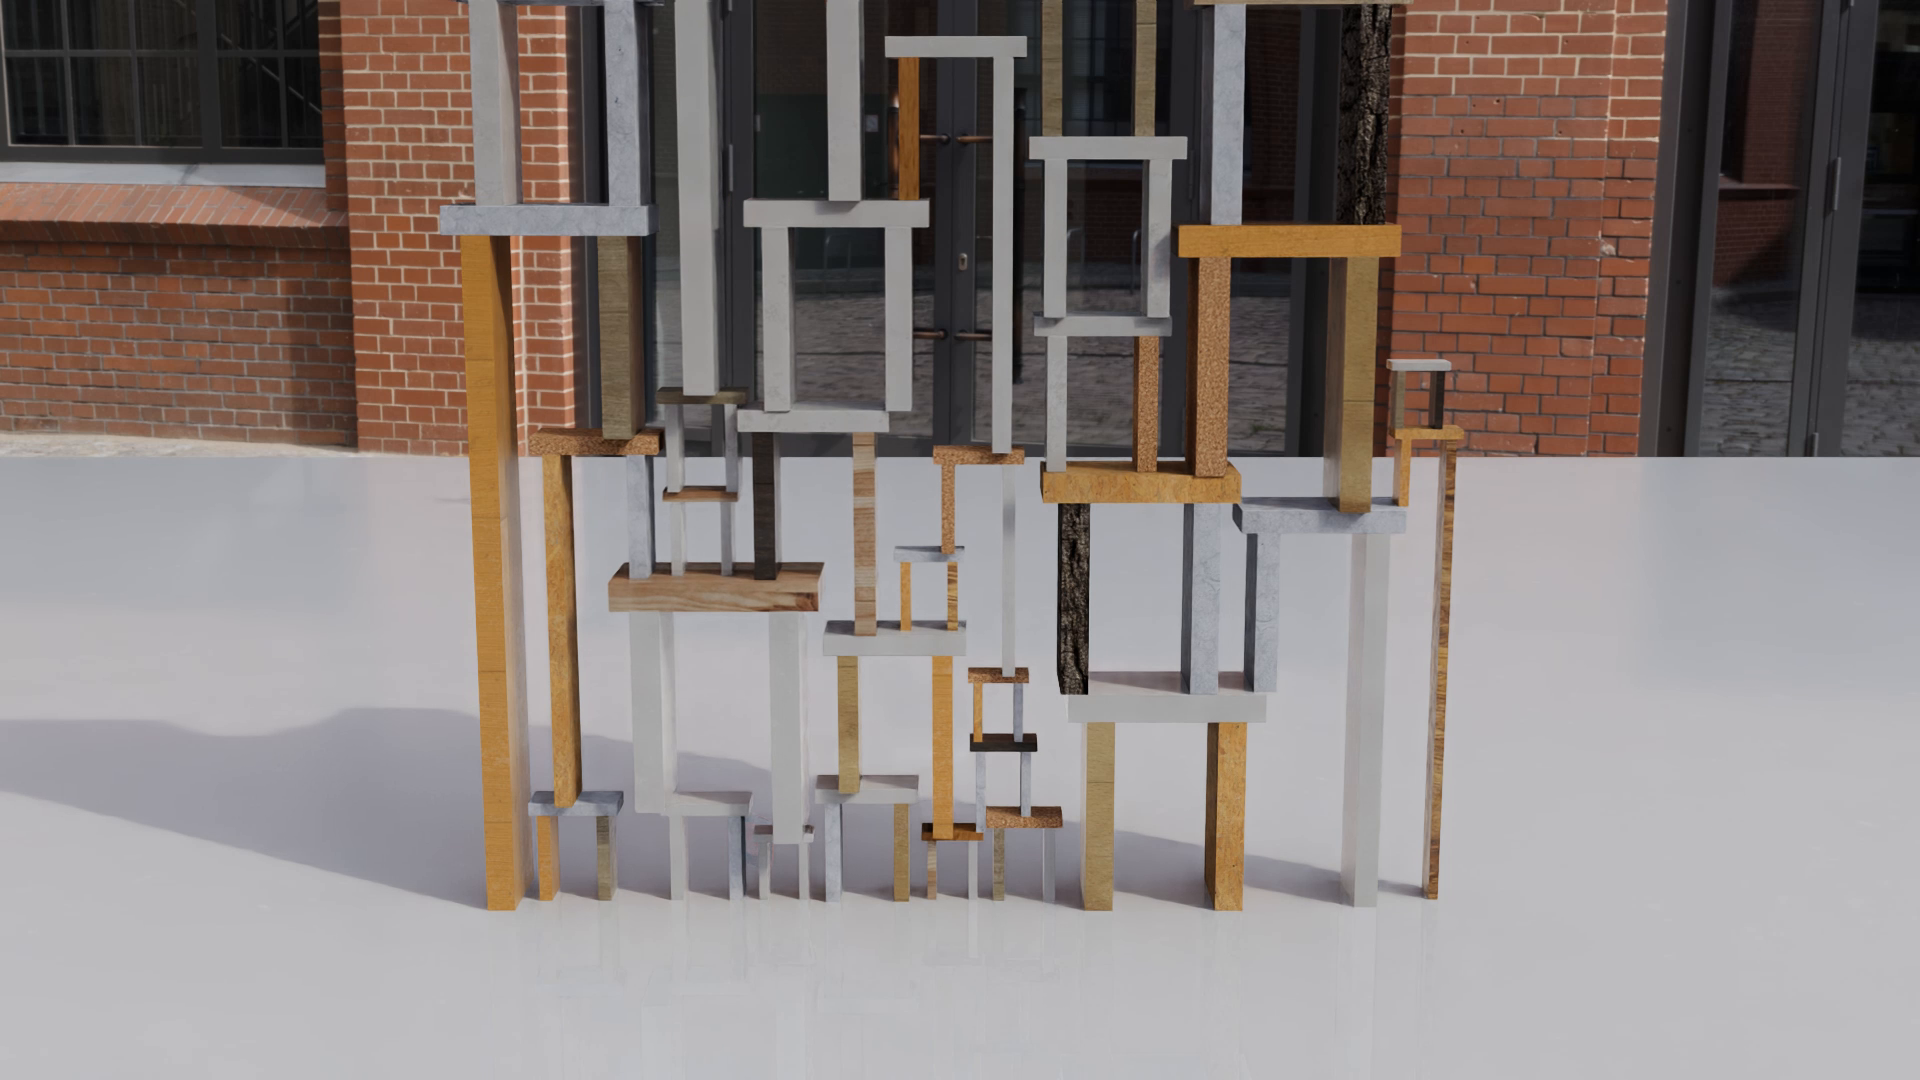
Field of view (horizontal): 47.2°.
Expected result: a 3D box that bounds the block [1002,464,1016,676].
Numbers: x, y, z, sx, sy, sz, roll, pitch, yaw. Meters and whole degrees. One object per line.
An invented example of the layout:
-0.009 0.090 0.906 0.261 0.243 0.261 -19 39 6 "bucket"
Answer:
0.078 0.044 3.563 0.021 0.347 0.072 0 11 0 "block"

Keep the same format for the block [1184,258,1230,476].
0.394 -0.284 3.506 0.048 0.342 0.171 0 11 0 "block"

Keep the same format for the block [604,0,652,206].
-0.518 -0.680 3.435 0.044 0.309 0.154 0 11 0 "block"

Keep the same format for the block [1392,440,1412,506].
0.711 -0.112 3.537 0.015 0.109 0.054 1 11 0 "block"

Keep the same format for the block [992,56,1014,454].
0.066 -0.448 3.474 0.031 0.612 0.108 0 11 0 "block"

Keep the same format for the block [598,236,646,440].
-0.537 -0.328 3.497 0.045 0.317 0.158 0 10 0 "block"

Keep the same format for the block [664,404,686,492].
-0.457 -0.152 3.533 0.020 0.141 0.071 0 11 0 "block"

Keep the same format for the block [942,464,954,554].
-0.019 -0.055 3.544 0.021 0.145 0.072 0 11 0 "block"

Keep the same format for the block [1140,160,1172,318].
0.309 -0.478 3.472 0.034 0.243 0.122 0 11 -1 "block"

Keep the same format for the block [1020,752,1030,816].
0.108 0.395 3.631 0.016 0.111 0.055 0 11 0 "block"

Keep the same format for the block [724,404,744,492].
-0.363 -0.152 3.532 0.020 0.141 0.071 0 11 0 "block"

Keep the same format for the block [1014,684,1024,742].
0.096 0.277 3.610 0.014 0.099 0.049 0 11 0 "block"

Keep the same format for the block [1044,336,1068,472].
0.153 -0.223 3.523 0.031 0.216 0.108 0 11 0 "block"

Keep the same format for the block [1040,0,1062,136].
0.141 -0.736 3.418 0.030 0.214 0.107 0 11 1 "block"

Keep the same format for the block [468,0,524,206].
-0.724 -0.680 3.434 0.044 0.309 0.154 0 11 0 "block"

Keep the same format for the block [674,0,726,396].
-0.407 -0.558 3.457 0.049 0.644 0.172 0 11 0 "block"

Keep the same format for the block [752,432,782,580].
-0.311 -0.064 3.544 0.034 0.239 0.119 0 11 0 "block"

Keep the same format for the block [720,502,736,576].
-0.375 -0.007 3.561 0.017 0.121 0.060 0 11 0 "block"

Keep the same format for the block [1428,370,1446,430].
0.762 -0.226 3.513 0.013 0.094 0.047 0 11 0 "block"

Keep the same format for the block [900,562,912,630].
-0.088 0.086 3.578 0.016 0.113 0.057 0 11 0 "block"

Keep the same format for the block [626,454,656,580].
-0.514 -0.045 3.549 0.028 0.201 0.100 0 11 0 "block"

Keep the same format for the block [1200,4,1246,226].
0.409 -0.663 3.438 0.047 0.331 0.166 0 11 0 "block"

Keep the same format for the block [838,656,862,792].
-0.181 0.288 3.610 0.033 0.229 0.115 0 11 0 "block"

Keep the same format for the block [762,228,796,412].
-0.287 -0.356 3.496 0.041 0.286 0.143 0 11 0 "block"

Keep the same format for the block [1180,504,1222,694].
0.391 0.081 3.572 0.044 0.311 0.156 0 11 0 "block"

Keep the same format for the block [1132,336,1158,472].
0.297 -0.223 3.523 0.031 0.216 0.108 0 11 0 "block"

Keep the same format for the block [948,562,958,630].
-0.012 0.086 3.578 0.016 0.113 0.057 0 11 0 "block"

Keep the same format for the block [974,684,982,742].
0.030 0.277 3.610 0.014 0.099 0.050 0 11 0 "block"

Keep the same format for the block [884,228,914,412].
-0.096 -0.356 3.495 0.041 0.286 0.143 0 11 0 "block"

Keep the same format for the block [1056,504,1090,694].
0.184 0.081 3.572 0.044 0.311 0.156 0 11 0 "block"

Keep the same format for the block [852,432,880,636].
-0.151 -0.019 3.552 0.034 0.330 0.119 0 11 0 "block"

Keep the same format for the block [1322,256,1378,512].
0.622 -0.256 3.511 0.048 0.401 0.171 0 11 0 "block"

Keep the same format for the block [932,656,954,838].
-0.028 0.326 3.616 0.033 0.307 0.115 0 11 0 "block"

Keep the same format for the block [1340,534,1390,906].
0.665 0.284 3.613 0.037 0.623 0.130 0 11 0 "block"

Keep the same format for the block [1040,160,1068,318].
0.147 -0.478 3.471 0.034 0.243 0.121 0 11 -1 "block"

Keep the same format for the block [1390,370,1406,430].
0.699 -0.227 3.513 0.013 0.094 0.047 0 11 0 "block"

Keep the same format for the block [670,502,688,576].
-0.456 -0.007 3.562 0.017 0.121 0.060 0 11 0 "block"

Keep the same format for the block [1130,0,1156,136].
0.285 -0.736 3.418 0.030 0.214 0.107 0 11 1 "block"

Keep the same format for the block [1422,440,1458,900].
0.783 0.212 3.598 0.015 0.769 0.054 0 11 0 "block"

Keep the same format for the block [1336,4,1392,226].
0.630 -0.663 3.438 0.047 0.331 0.166 0 11 0 "block"

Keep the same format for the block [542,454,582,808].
-0.647 0.141 3.583 0.028 0.581 0.100 0 11 0 "block"

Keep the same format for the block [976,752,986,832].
0.034 0.409 3.634 0.016 0.137 0.055 0 11 0 "block"

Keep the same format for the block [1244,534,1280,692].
0.491 0.105 3.580 0.037 0.260 0.130 0 10 0 "block"

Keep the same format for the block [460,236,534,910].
-0.748 0.053 3.568 0.045 1.093 0.158 0 11 0 "block"

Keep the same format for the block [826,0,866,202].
-0.177 -0.705 3.428 0.049 0.344 0.172 0 11 0 "block"

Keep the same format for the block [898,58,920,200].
-0.079 -0.642 3.438 0.031 0.217 0.108 0 11 0 "block"
